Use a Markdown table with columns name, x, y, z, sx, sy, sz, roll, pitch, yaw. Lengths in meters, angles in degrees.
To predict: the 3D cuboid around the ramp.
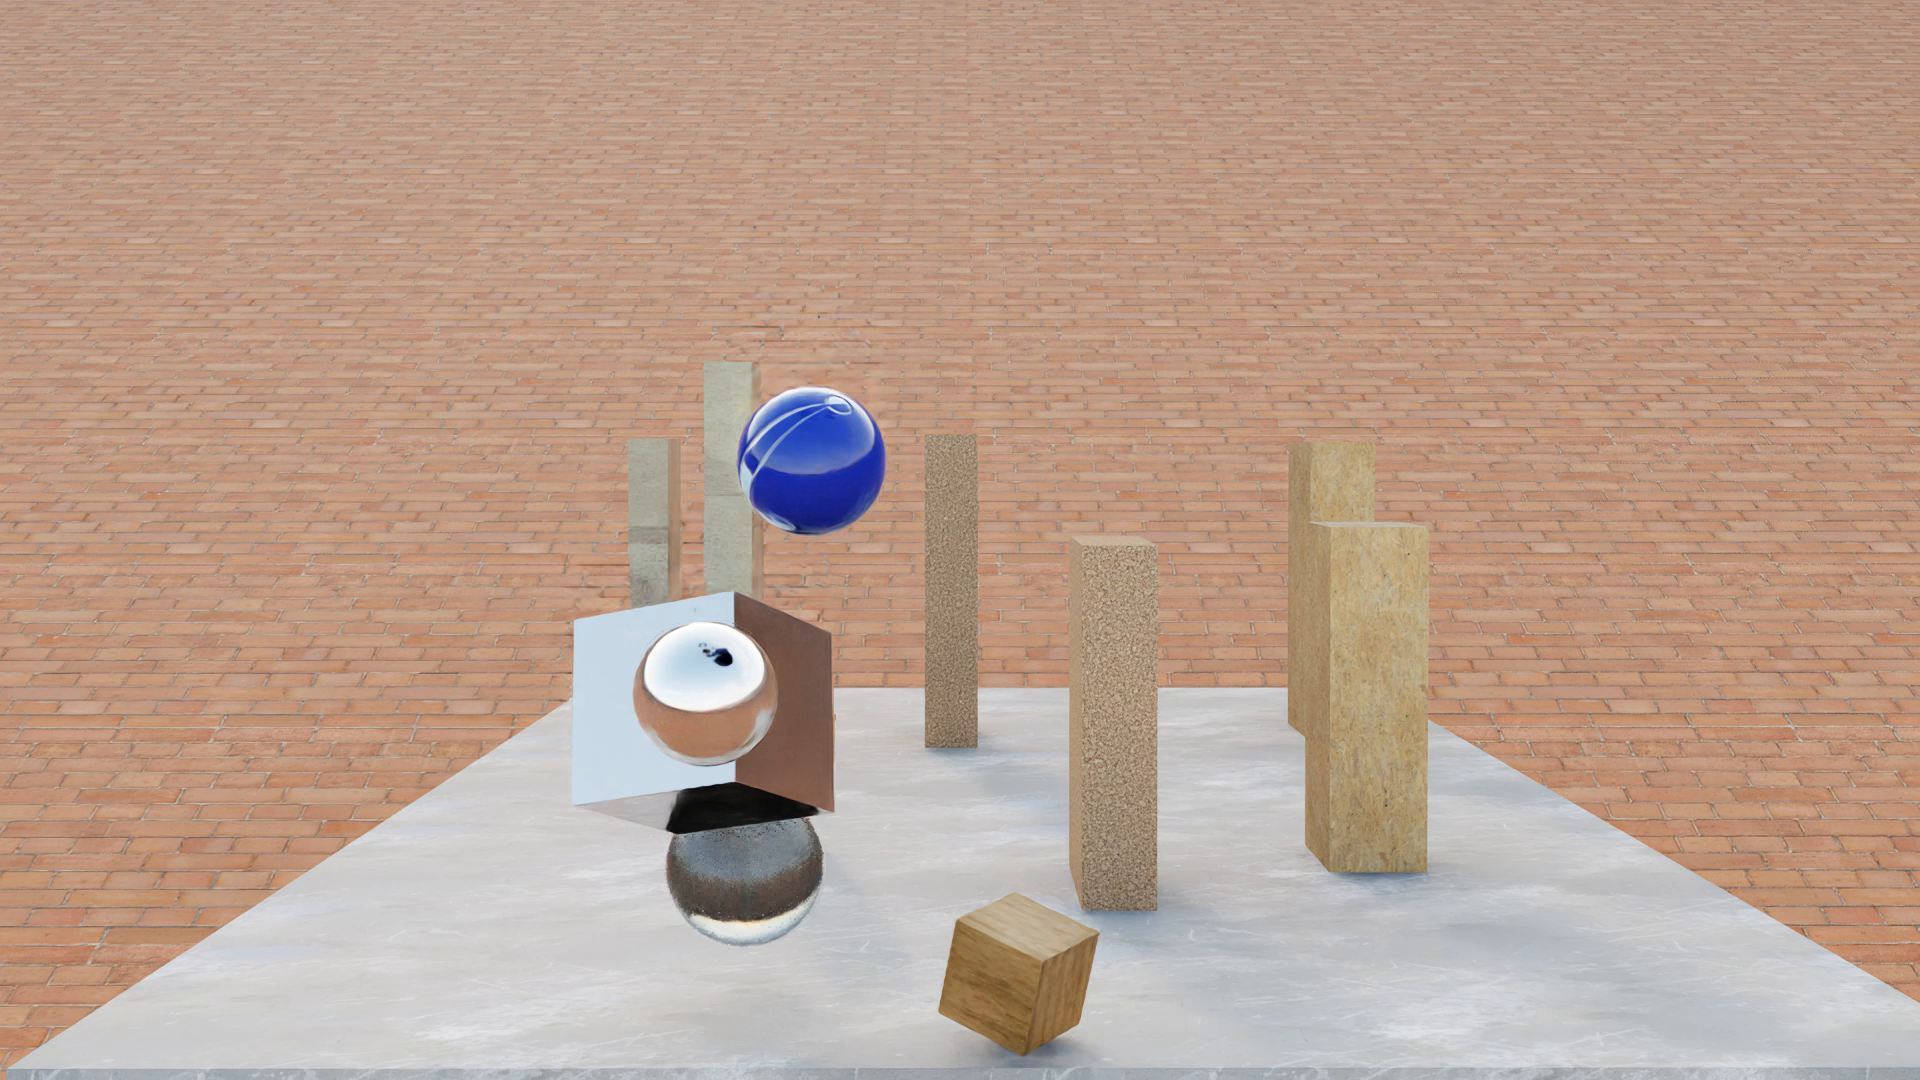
| name | x | y | z | sx | sy | sz | roll | pitch | yaw |
| --- | --- | --- | --- | --- | --- | --- | --- | --- | --- |
| ramp | 0.055 | 0.499 | 4.546 | 2.000 | 0.100 | 4.000 | 0 | 2 | 0 |

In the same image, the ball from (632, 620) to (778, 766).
| name | x | y | z | sx | sy | sz | roll | pitch | yaw |
| --- | --- | --- | --- | --- | --- | --- | --- | --- | --- |
| ball | -0.231 | 0.140 | 2.343 | 0.132 | 0.132 | 0.132 | 0 | 24 | 0 |

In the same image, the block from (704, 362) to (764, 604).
| name | x | y | z | sx | sy | sz | roll | pitch | yaw |
| --- | --- | --- | --- | --- | --- | --- | --- | --- | --- |
| block | -0.410 | 0.062 | 4.686 | 0.084 | 0.765 | 0.250 | 0 | 2 | 0 |

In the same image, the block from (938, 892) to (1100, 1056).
| name | x | y | z | sx | sy | sz | roll | pitch | yaw |
| --- | --- | --- | --- | --- | --- | --- | --- | --- | --- |
| block | 0.060 | 0.444 | 2.646 | 0.107 | 0.107 | 0.107 | 22 | 20 | 30 |

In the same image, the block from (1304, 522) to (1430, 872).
| name | x | y | z | sx | sy | sz | roll | pitch | yaw |
| --- | --- | --- | --- | --- | --- | --- | --- | --- | --- |
| block | 0.603 | 0.225 | 3.835 | 0.141 | 0.498 | 0.261 | 0 | 2 | 0 |

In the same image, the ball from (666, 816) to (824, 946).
| name | x | y | z | sx | sy | sz | roll | pitch | yaw |
| --- | --- | --- | --- | --- | --- | --- | --- | --- | --- |
| ball | -0.245 | 0.373 | 2.942 | 0.181 | 0.181 | 0.181 | 0 | 24 | 0 |

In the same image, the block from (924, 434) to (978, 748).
| name | x | y | z | sx | sy | sz | roll | pitch | yaw |
| --- | --- | --- | --- | --- | --- | --- | --- | --- | --- |
| block | -0.018 | 0.098 | 5.413 | 0.107 | 0.639 | 0.342 | 0 | 2 | 0 |

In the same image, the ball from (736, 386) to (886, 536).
| name | x | y | z | sx | sy | sz | roll | pitch | yaw |
| --- | --- | --- | --- | --- | --- | --- | --- | --- | --- |
| ball | -0.128 | -0.069 | 2.228 | 0.130 | 0.130 | 0.130 | 0 | 24 | 0 |

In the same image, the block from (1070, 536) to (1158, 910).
| name | x | y | z | sx | sy | sz | roll | pitch | yaw |
| --- | --- | --- | --- | --- | --- | --- | --- | --- | --- |
| block | 0.210 | 0.242 | 3.587 | 0.100 | 0.483 | 0.377 | 0 | 2 | 0 |

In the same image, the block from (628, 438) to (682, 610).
| name | x | y | z | sx | sy | sz | roll | pitch | yaw |
| --- | --- | --- | --- | --- | --- | --- | --- | --- | --- |
| block | -0.695 | 0.085 | 5.881 | 0.089 | 0.631 | 0.266 | 0 | 2 | 0 |

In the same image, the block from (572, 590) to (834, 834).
| name | x | y | z | sx | sy | sz | roll | pitch | yaw |
| --- | --- | --- | --- | --- | --- | --- | --- | --- | --- |
| block | -0.270 | 0.187 | 2.729 | 0.199 | 0.199 | 0.199 | -10 | -19 | 25 |

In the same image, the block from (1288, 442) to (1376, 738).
| name | x | y | z | sx | sy | sz | roll | pitch | yaw |
| --- | --- | --- | --- | --- | --- | --- | --- | --- | --- |
| block | 0.795 | 0.101 | 5.534 | 0.134 | 0.623 | 0.353 | 0 | 2 | 0 |
